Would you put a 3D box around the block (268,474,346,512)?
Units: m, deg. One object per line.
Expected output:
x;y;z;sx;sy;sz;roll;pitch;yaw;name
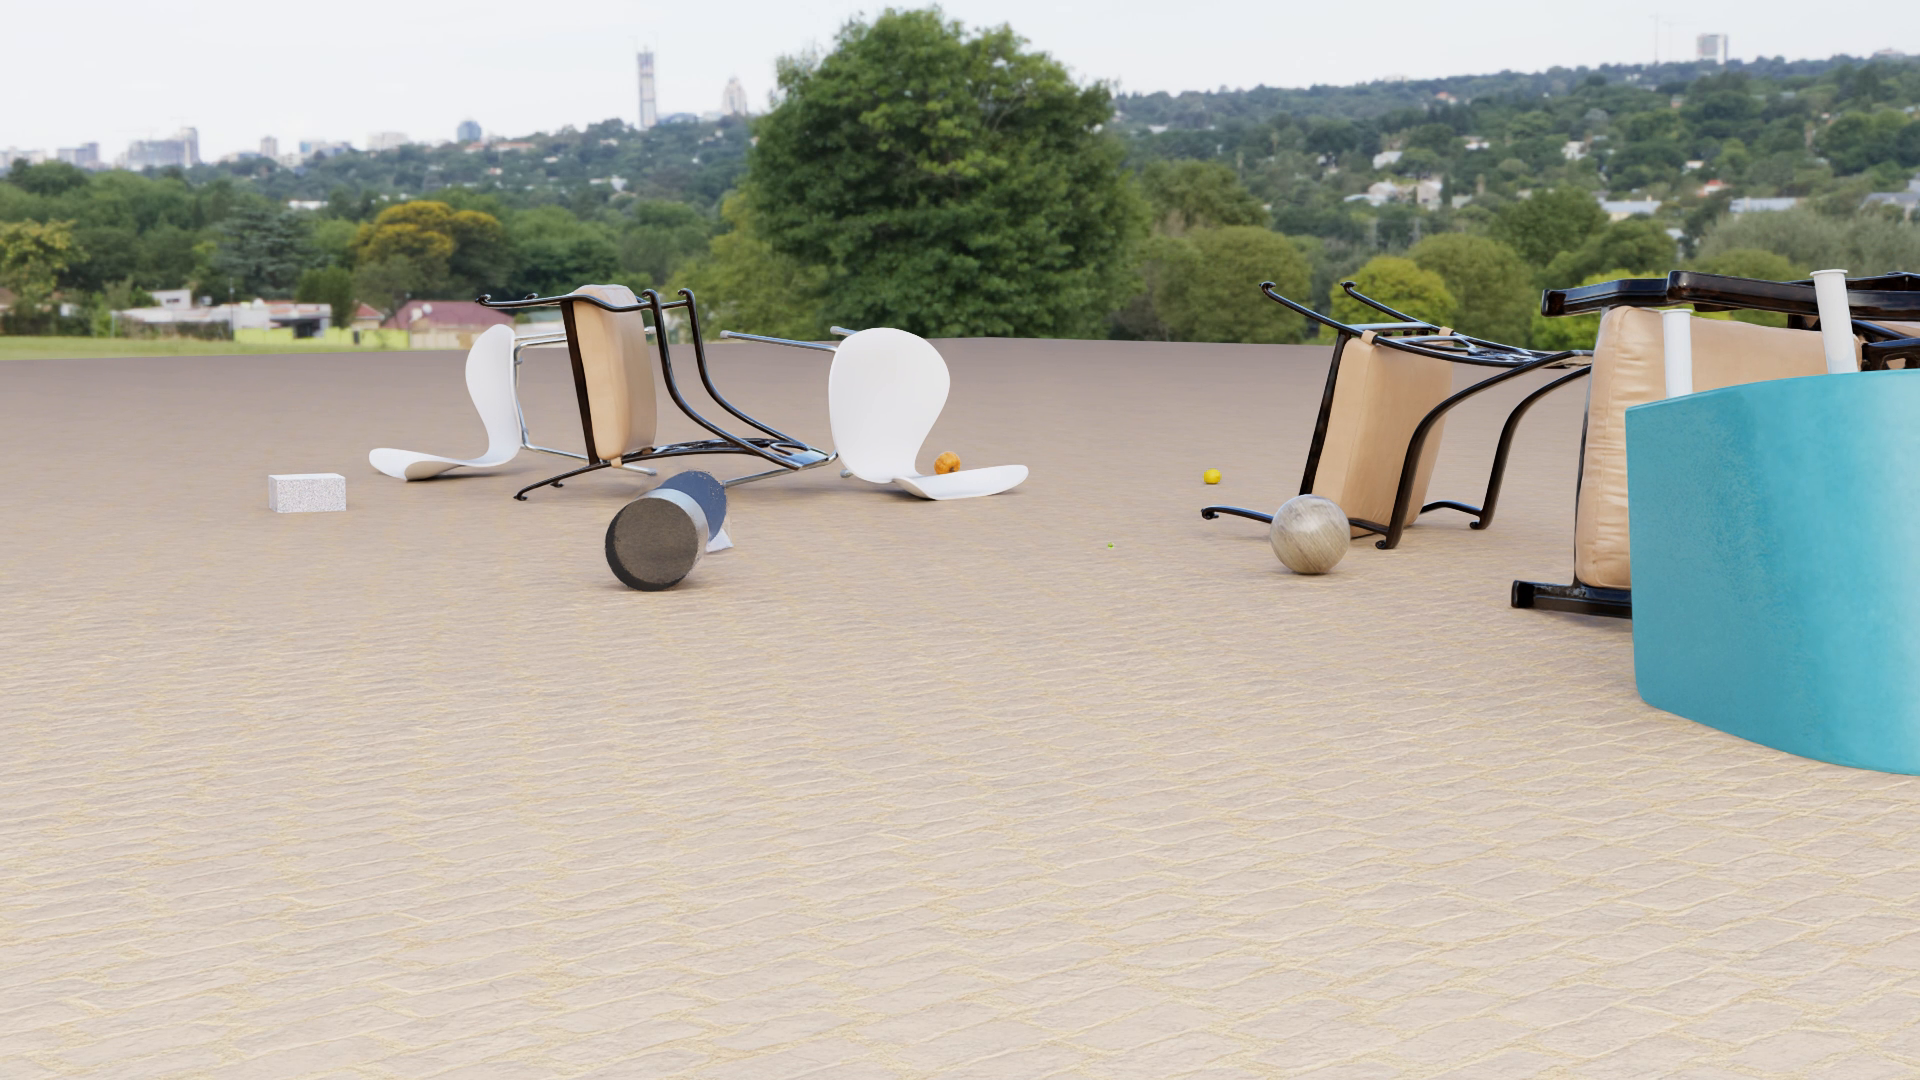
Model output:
-1.847;-0.133;7.255;0.187;0.093;0.175;-2;6;-22;block

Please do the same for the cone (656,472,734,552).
-0.599;-0.022;6.131;0.225;0.203;0.286;-41;-24;5;cone

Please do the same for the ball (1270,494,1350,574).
0.773;-0.012;5.667;0.177;0.177;0.177;0;6;0;ball

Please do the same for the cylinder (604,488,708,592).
-0.643;-0.002;5.460;0.192;0.201;0.223;32;5;-3;cylinder
